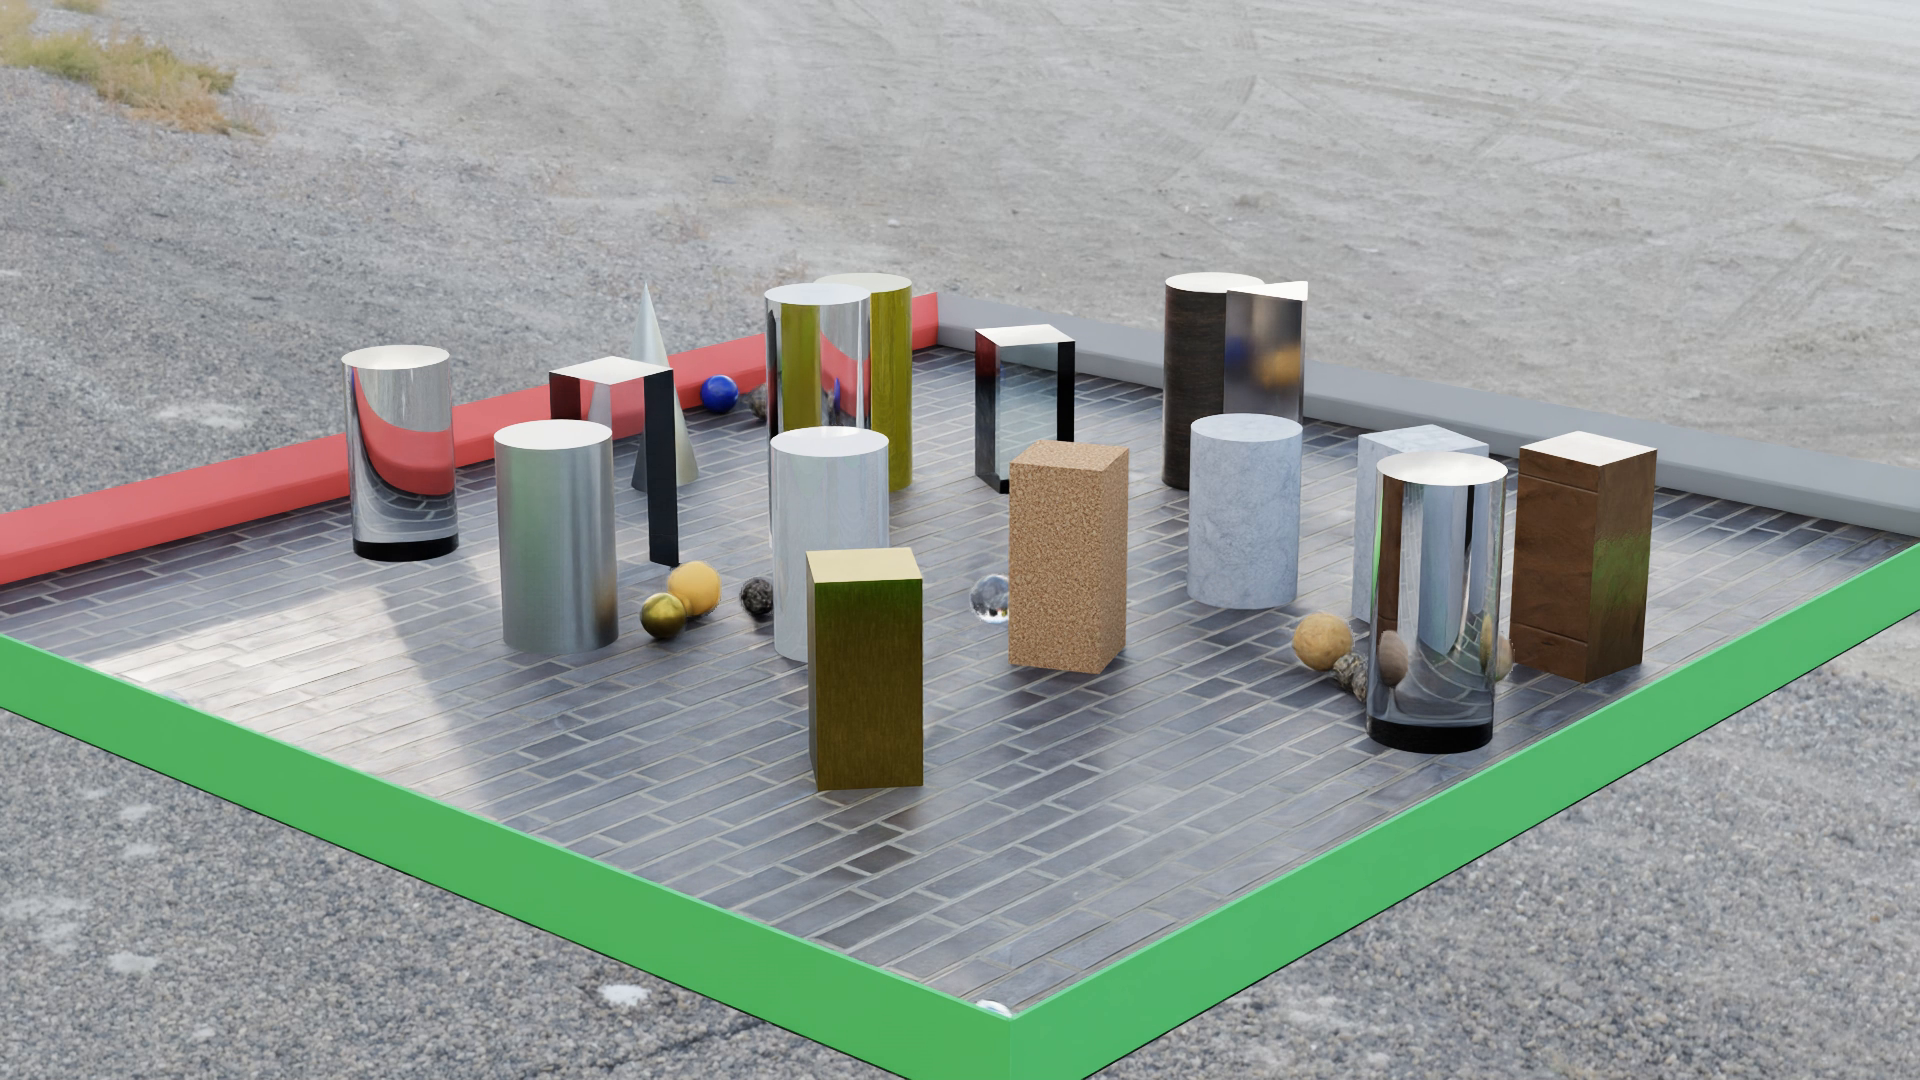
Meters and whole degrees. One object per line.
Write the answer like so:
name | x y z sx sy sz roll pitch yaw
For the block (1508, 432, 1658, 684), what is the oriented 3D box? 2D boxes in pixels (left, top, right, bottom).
block | 1.004 0.026 4.735 0.154 0.360 0.154 -15 22 -40

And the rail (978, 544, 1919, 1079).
rail | 0.973 0.275 4.312 0.045 0.125 2.854 14 22 39

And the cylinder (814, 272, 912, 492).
cylinder | -0.190 -0.310 5.775 0.192 0.401 0.192 0 17 0

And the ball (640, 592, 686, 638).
ball | -0.496 0.126 4.894 0.076 0.076 0.076 0 17 0

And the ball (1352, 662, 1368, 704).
ball | 0.648 0.224 4.577 0.072 0.072 0.072 0 17 0

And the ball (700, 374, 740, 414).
ball | -0.520 -0.316 6.346 0.084 0.084 0.084 0 17 0

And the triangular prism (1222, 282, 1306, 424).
triangular prism | 0.599 -0.245 5.461 0.167 0.458 0.144 12 21 35

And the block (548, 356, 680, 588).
block | -0.613 -0.122 5.207 0.154 0.370 0.154 13 21 38

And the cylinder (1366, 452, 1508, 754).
cylinder | 0.715 0.093 4.414 0.192 0.417 0.192 0 17 0

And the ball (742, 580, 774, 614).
ball | -0.342 0.098 5.014 0.061 0.061 0.061 0 17 0

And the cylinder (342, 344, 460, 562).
cylinder | -1.020 -0.159 5.350 0.192 0.359 0.192 0 17 0

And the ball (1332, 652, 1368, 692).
ball | 0.621 0.210 4.643 0.061 0.061 0.061 0 17 0

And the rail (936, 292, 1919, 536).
rail | 0.920 -0.275 6.135 2.625 0.125 0.045 14 22 39

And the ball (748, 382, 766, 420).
ball | -0.412 -0.298 6.289 0.081 0.081 0.081 0 17 0

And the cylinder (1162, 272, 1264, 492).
cylinder | 0.497 -0.311 5.781 0.192 0.400 0.192 0 17 0

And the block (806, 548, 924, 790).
block | -0.139 0.187 4.278 0.154 0.316 0.154 -2 17 -7

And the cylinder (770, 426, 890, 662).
cylinder | -0.212 0.007 4.816 0.192 0.350 0.192 0 17 0

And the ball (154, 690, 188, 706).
ball | -1.201 0.267 4.421 0.080 0.080 0.080 0 17 0

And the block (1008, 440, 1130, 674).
block | 0.177 0.026 4.771 0.154 0.340 0.154 6 18 18

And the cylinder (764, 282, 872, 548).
cylinder | -0.257 -0.219 5.353 0.192 0.471 0.192 0 17 0

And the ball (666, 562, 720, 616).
ball | -0.456 0.083 5.009 0.092 0.092 0.092 0 17 0

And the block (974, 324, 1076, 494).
block | 0.127 -0.260 5.790 0.154 0.297 0.154 -5 18 -17

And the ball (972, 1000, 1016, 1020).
ball | 0.031 0.574 3.398 0.083 0.083 0.083 0 17 0

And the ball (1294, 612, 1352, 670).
ball | 0.586 0.164 4.736 0.095 0.095 0.095 0 17 0

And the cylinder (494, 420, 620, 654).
cylinder | -0.667 -0.006 4.860 0.192 0.349 0.192 0 17 0

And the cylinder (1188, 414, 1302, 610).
cylinder | 0.494 -0.051 5.097 0.192 0.299 0.192 0 17 0

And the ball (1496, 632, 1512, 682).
ball | 0.833 0.186 4.668 0.093 0.093 0.093 0 17 0

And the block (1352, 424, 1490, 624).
block | 0.774 -0.015 4.943 0.154 0.318 0.154 -9 19 -27

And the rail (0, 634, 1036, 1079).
rail | -0.920 0.338 4.106 2.625 0.125 0.045 14 22 39

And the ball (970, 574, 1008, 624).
ball | 0.059 0.100 4.968 0.084 0.084 0.084 0 17 0

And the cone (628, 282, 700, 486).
cone | -0.617 -0.320 5.813 0.192 0.399 0.192 0 17 0

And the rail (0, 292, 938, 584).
rail | -0.973 -0.213 5.929 0.045 0.125 2.854 14 22 39
